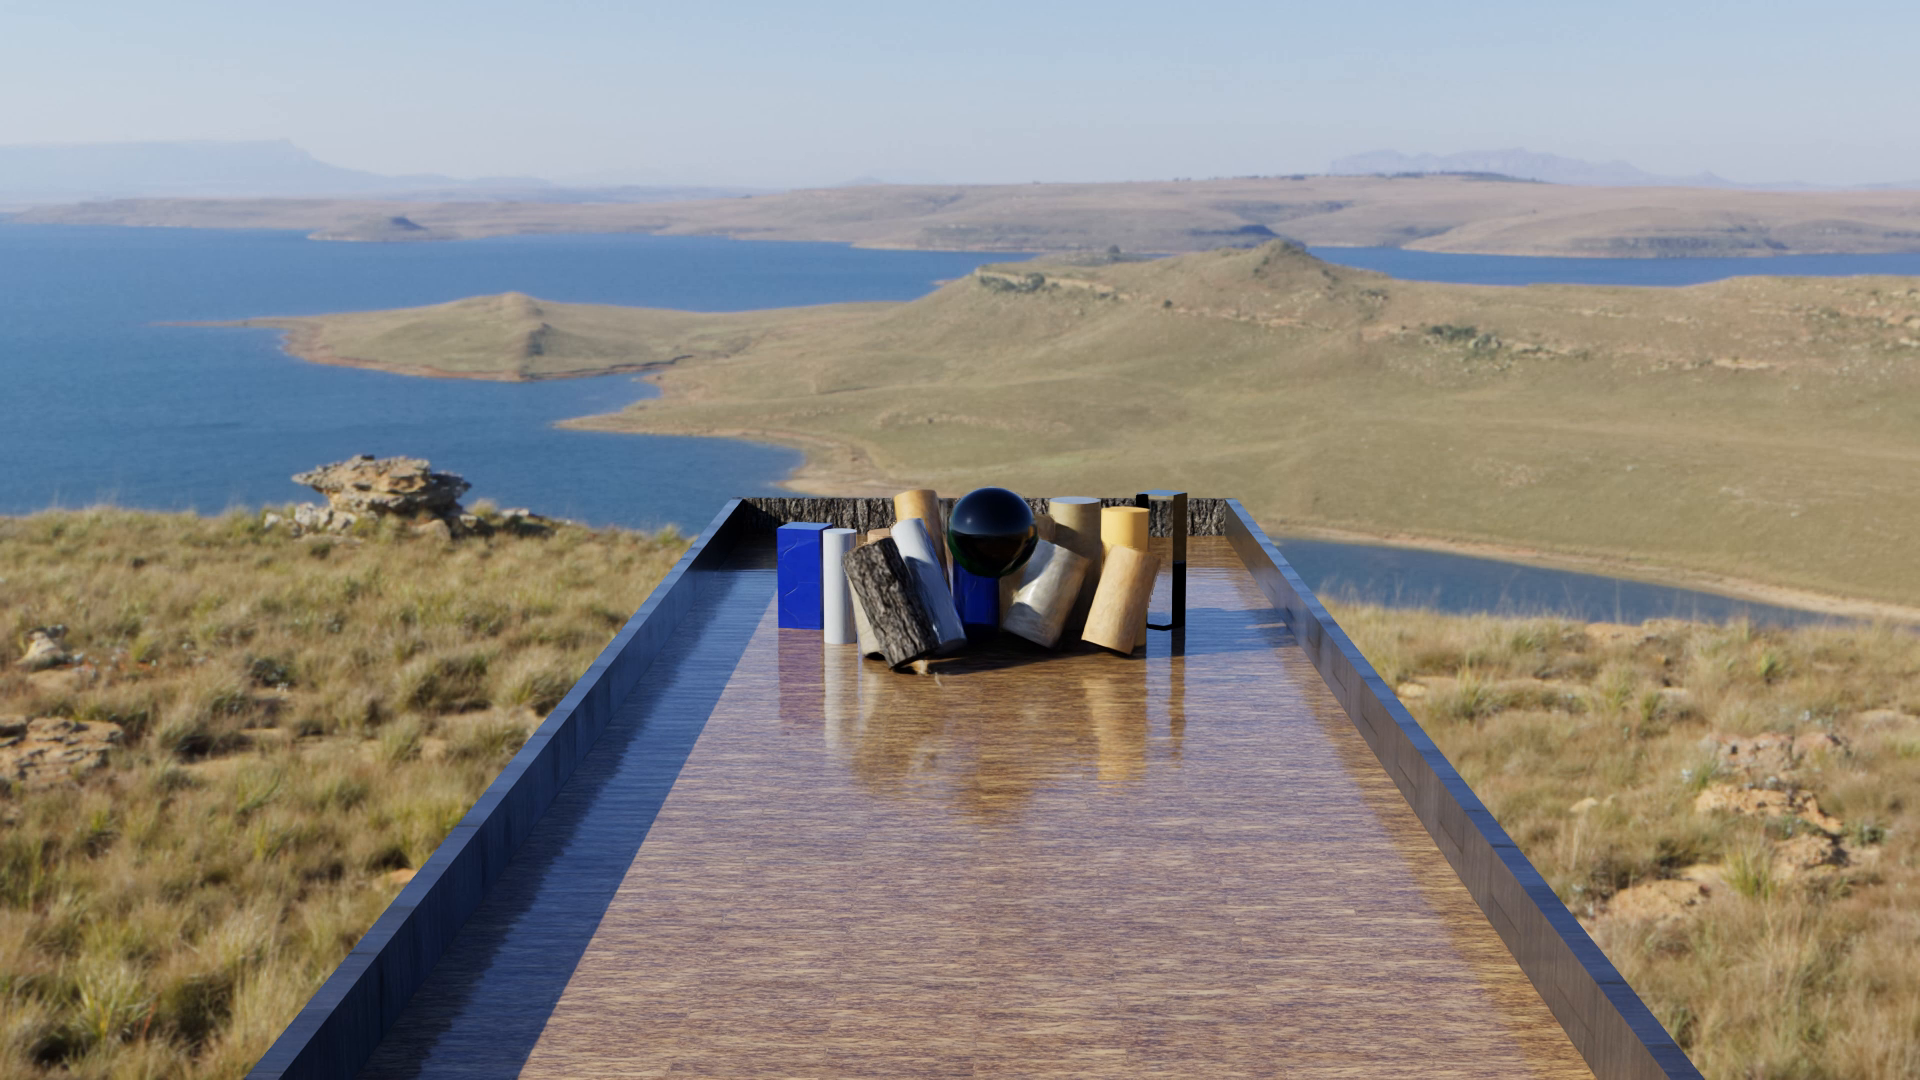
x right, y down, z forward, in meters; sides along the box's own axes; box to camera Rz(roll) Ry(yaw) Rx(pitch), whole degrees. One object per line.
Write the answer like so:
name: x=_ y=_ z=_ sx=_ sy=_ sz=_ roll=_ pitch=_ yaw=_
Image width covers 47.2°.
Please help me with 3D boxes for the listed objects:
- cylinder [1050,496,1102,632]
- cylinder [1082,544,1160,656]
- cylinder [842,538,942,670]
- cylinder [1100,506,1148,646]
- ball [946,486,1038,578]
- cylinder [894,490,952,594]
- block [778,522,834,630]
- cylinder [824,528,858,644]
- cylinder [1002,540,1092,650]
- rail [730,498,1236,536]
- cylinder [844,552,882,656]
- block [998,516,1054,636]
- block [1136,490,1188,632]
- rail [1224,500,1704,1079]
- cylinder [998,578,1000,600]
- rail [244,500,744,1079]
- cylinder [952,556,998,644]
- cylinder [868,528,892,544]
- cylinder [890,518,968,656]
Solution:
cylinder: x=0.374 y=0.078 z=7.172 sx=0.168 sy=0.420 sz=0.168 roll=0 pitch=9 yaw=0
cylinder: x=0.494 y=0.184 z=6.754 sx=0.159 sy=0.306 sz=0.159 roll=18 pitch=-3 yaw=1
cylinder: x=-0.204 y=0.189 z=6.559 sx=0.167 sy=0.358 sz=0.167 roll=-23 pitch=-8 yaw=-4
cylinder: x=0.516 y=0.114 z=6.925 sx=0.148 sy=0.422 sz=0.148 roll=1 pitch=7 yaw=0
ball: x=0.099 y=-0.023 z=6.817 sx=0.284 sy=0.284 sz=0.284 roll=0 pitch=9 yaw=0
cylinder: x=-0.111 y=0.078 z=7.004 sx=0.139 sy=0.457 sz=0.139 roll=-8 pitch=-14 yaw=-2
block: x=-0.506 y=0.116 z=7.222 sx=0.144 sy=0.330 sz=0.144 roll=2 pitch=9 yaw=15
cylinder: x=-0.378 y=0.146 z=6.961 sx=0.107 sy=0.353 sz=0.107 roll=0 pitch=9 yaw=0
cylinder: x=0.270 y=0.169 z=6.828 sx=0.179 sy=0.300 sz=0.179 roll=23 pitch=-1 yaw=0
rail: x=0.099 y=-0.098 z=9.147 sx=2.100 sy=0.150 sz=0.050 roll=0 pitch=9 yaw=1
cylinder: x=-0.248 y=0.185 z=6.736 sx=0.161 sy=0.312 sz=0.161 roll=-10 pitch=-5 yaw=-1
block: x=0.212 y=0.115 z=7.011 sx=0.155 sy=0.372 sz=0.155 roll=1 pitch=-5 yaw=7
block: x=0.656 y=0.065 z=7.189 sx=0.121 sy=0.442 sz=0.121 roll=7 pitch=12 yaw=39
rail: x=1.046 y=0.843 z=3.208 sx=0.050 sy=0.150 sz=12.000 roll=0 pitch=9 yaw=1
cylinder: x=0.089 y=0.062 z=7.210 sx=0.107 sy=0.434 sz=0.107 roll=0 pitch=4 yaw=0
rail: x=-1.004 y=0.839 z=3.234 sx=0.050 sy=0.150 sz=12.000 roll=0 pitch=9 yaw=1
cylinder: x=0.048 y=0.107 z=6.982 sx=0.146 sy=0.431 sz=0.146 roll=0 pitch=-31 yaw=0
cylinder: x=-0.220 y=0.129 z=7.192 sx=0.161 sy=0.314 sz=0.161 roll=0 pitch=9 yaw=0
cylinder: x=-0.096 y=0.142 z=6.823 sx=0.110 sy=0.431 sz=0.110 roll=-17 pitch=-25 yaw=-8
